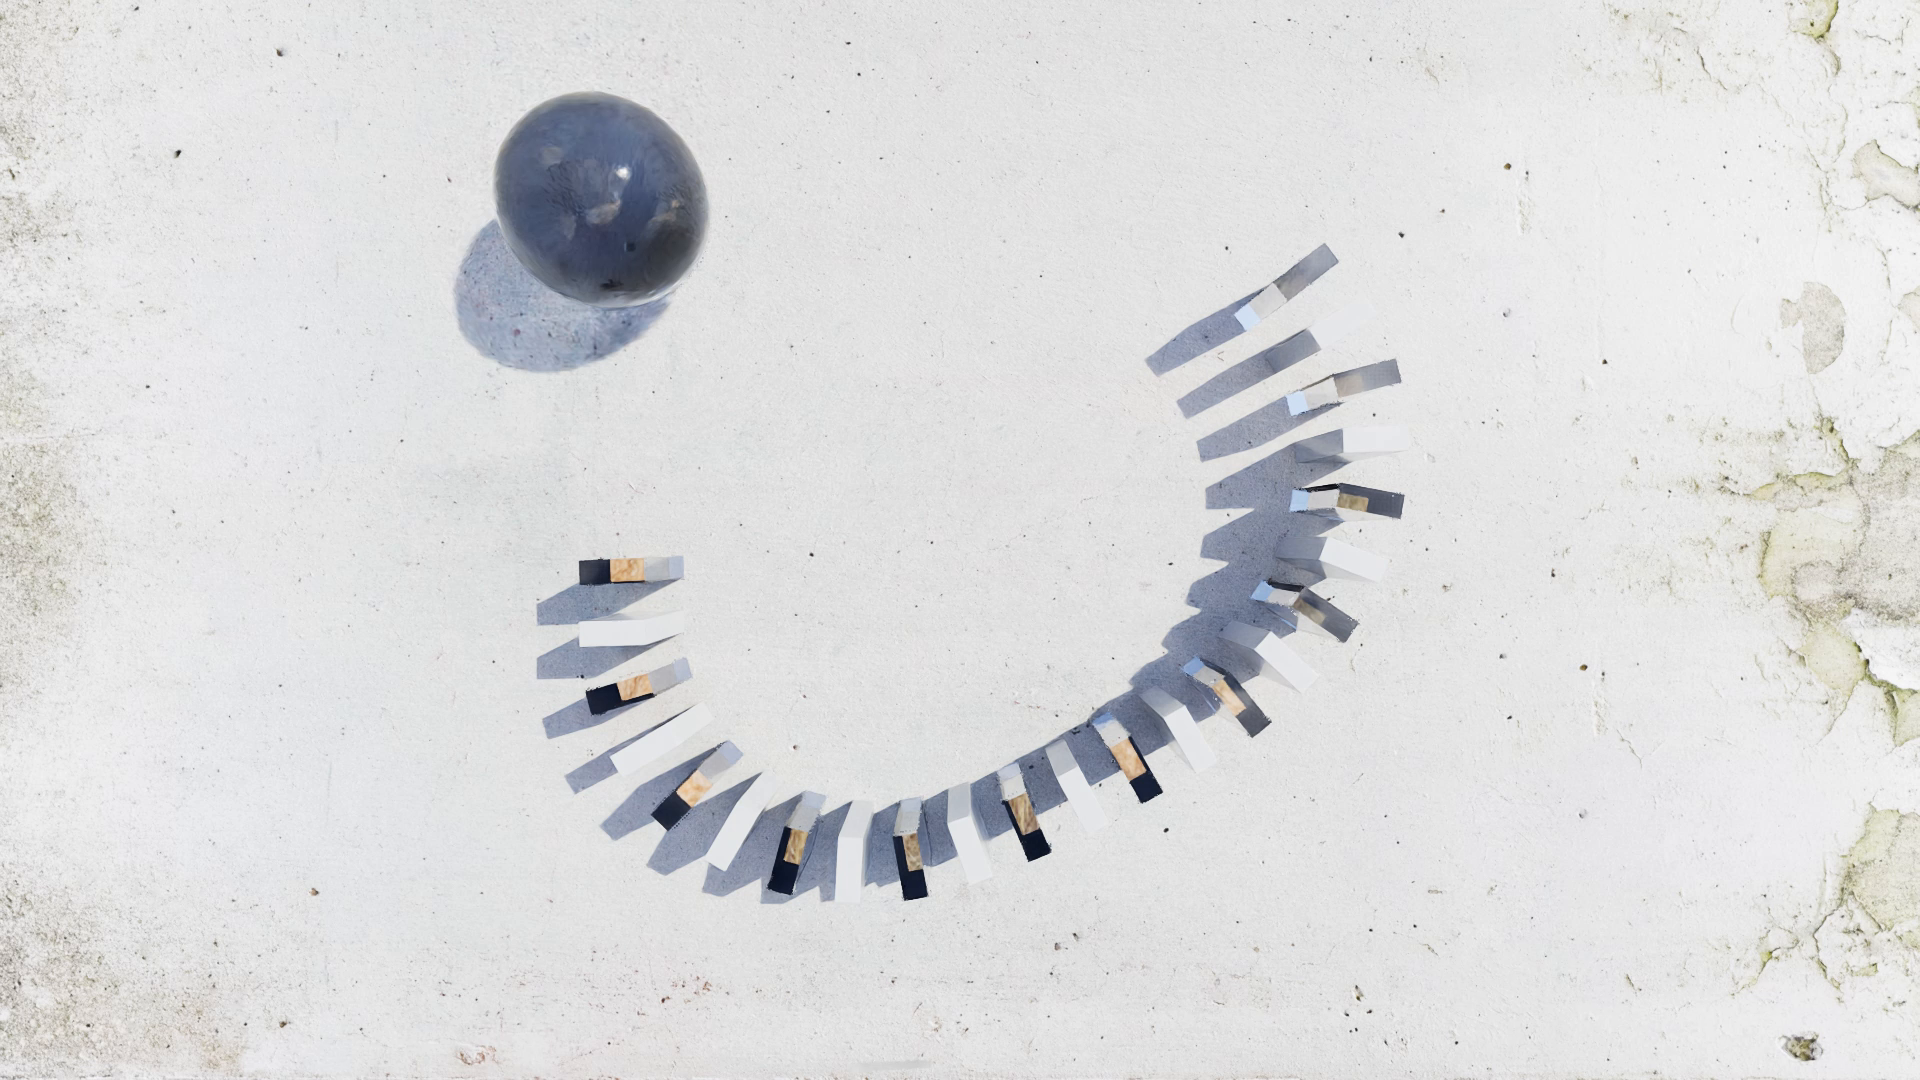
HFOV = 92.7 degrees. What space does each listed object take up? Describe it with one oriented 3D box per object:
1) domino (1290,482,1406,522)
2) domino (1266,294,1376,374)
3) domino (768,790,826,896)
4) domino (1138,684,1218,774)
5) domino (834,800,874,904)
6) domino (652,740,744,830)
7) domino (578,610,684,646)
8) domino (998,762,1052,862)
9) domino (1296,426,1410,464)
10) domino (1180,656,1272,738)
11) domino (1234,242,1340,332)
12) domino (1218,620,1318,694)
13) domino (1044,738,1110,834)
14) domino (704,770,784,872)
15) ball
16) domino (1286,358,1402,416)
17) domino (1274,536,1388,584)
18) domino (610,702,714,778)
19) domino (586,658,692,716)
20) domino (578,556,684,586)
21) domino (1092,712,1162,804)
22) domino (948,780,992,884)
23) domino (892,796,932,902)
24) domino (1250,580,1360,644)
[{"bbox_3d":[0.157,-0.015,0.375,0.025,0.050,0.010,11,90,0],"label":"domino"},{"bbox_3d":[0.146,-0.083,0.375,0.025,0.050,0.010,-33,90,0],"label":"domino"},{"bbox_3d":[-0.066,0.123,0.375,0.010,0.050,0.025,15,90,0],"label":"domino"},{"bbox_3d":[0.088,0.076,0.375,0.009,0.050,0.025,-30,90,0],"label":"domino"},{"bbox_3d":[-0.042,0.126,0.375,0.009,0.050,0.025,3,90,0],"label":"domino"},{"bbox_3d":[-0.106,0.099,0.375,0.009,0.050,0.025,44,90,0],"label":"domino"},{"bbox_3d":[-0.133,0.036,0.375,0.025,0.050,0.009,-2,90,0],"label":"domino"},{"bbox_3d":[0.026,0.110,0.375,0.009,0.050,0.025,-23,90,0],"label":"domino"},{"bbox_3d":[0.159,-0.039,0.375,0.025,0.050,0.009,-2,90,0],"label":"domino"},{"bbox_3d":[0.108,0.063,0.375,0.009,0.050,0.025,-39,90,0],"label":"domino"},{"bbox_3d":[0.132,-0.102,0.375,0.025,0.050,0.009,-38,90,0],"label":"domino"},{"bbox_3d":[0.125,0.047,0.375,0.025,0.050,0.010,43,90,0],"label":"domino"},{"bbox_3d":[0.047,0.100,0.375,0.009,0.050,0.025,-28,90,0],"label":"domino"},{"bbox_3d":[-0.088,0.114,0.375,0.010,0.050,0.025,30,90,0],"label":"domino"},{"bbox_3d":[-0.139,-0.132,0.360,0.080,0.080,0.080,0,90,0],"label":"ball"},{"bbox_3d":[0.156,-0.062,0.375,0.025,0.050,0.010,-15,90,0],"label":"domino"},{"bbox_3d":[0.150,0.008,0.375,0.025,0.050,0.010,21,90,0],"label":"domino"},{"bbox_3d":[-0.121,0.081,0.375,0.025,0.050,0.010,-30,90,0],"label":"domino"},{"bbox_3d":[-0.130,0.059,0.375,0.025,0.050,0.009,-17,90,0],"label":"domino"},{"bbox_3d":[-0.133,0.012,0.375,0.025,0.050,0.009,-2,90,0],"label":"domino"},{"bbox_3d":[0.067,0.088,0.375,0.009,0.050,0.025,-30,90,0],"label":"domino"},{"bbox_3d":[0.004,0.119,0.375,0.009,0.050,0.025,-20,90,0],"label":"domino"},{"bbox_3d":[-0.019,0.125,0.375,0.009,0.050,0.025,-10,90,0],"label":"domino"},{"bbox_3d":[0.140,0.029,0.375,0.025,0.050,0.009,34,90,0],"label":"domino"}]
